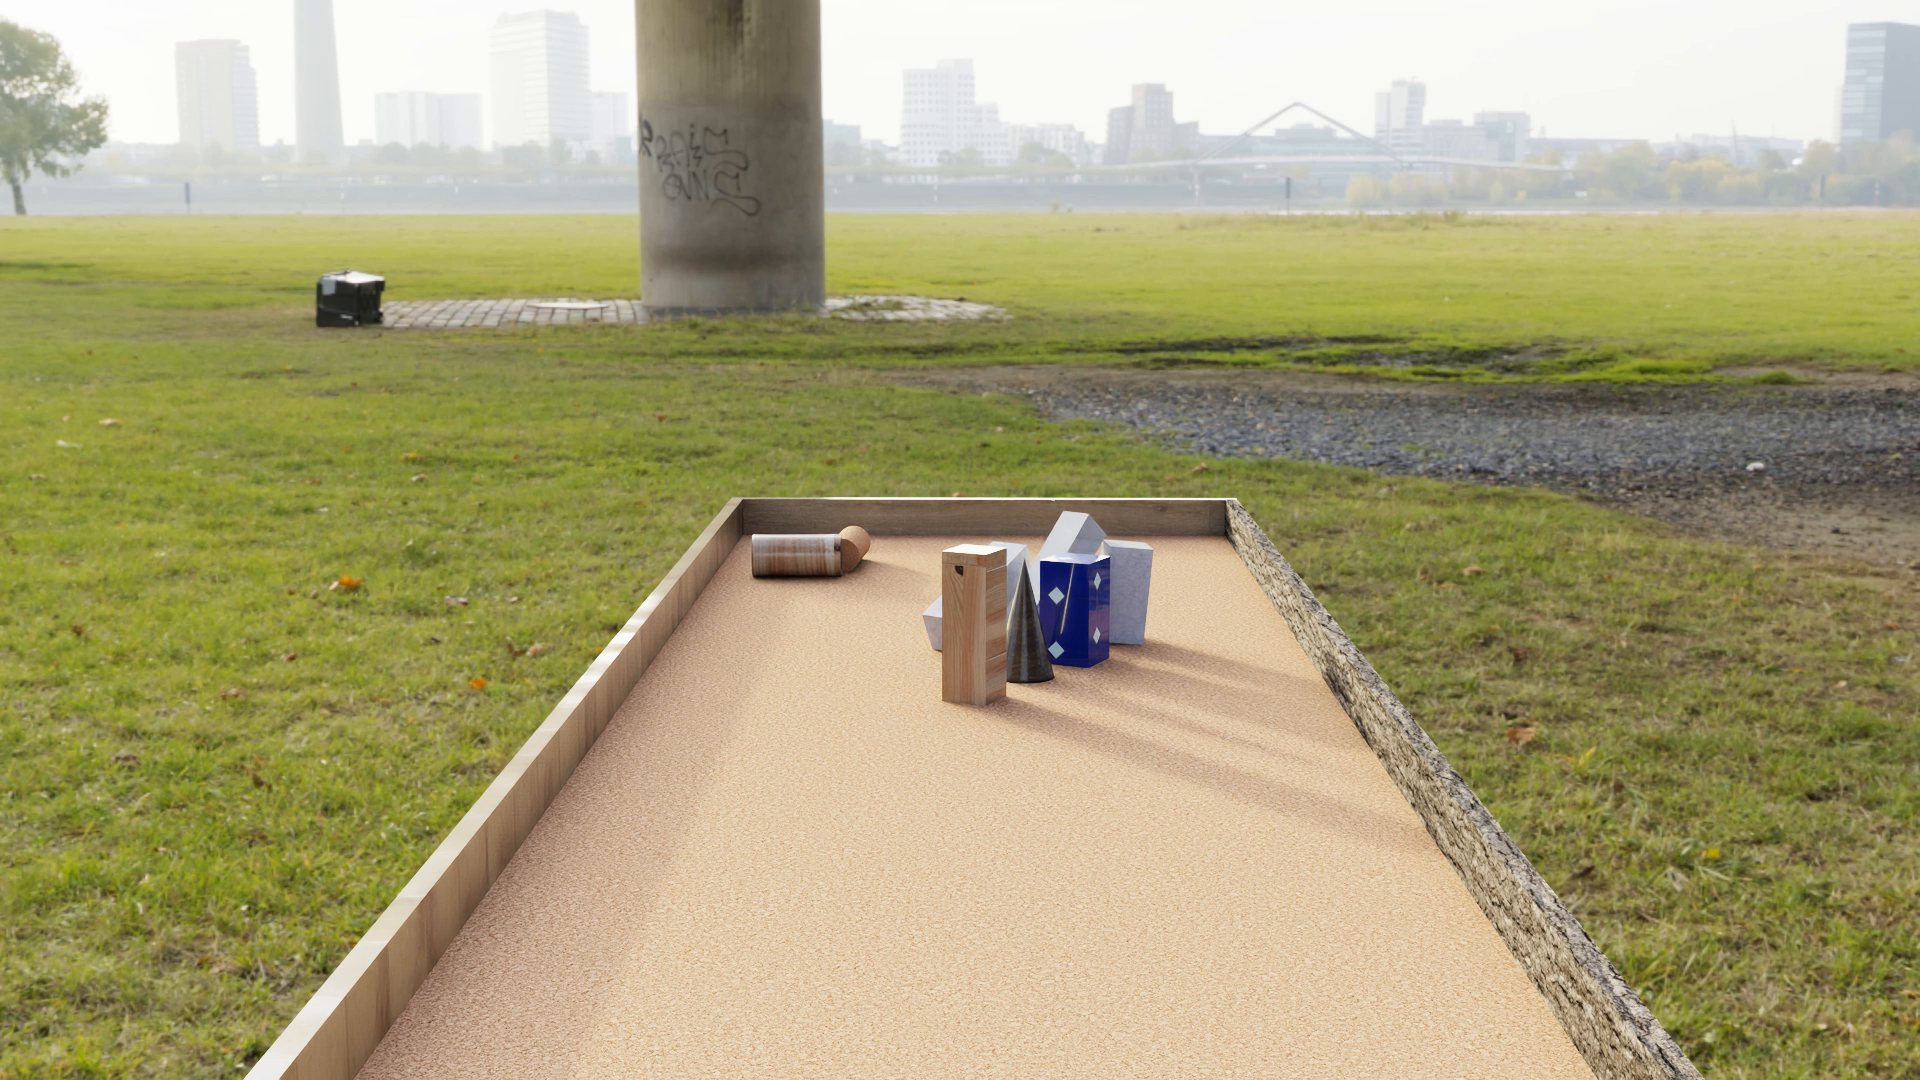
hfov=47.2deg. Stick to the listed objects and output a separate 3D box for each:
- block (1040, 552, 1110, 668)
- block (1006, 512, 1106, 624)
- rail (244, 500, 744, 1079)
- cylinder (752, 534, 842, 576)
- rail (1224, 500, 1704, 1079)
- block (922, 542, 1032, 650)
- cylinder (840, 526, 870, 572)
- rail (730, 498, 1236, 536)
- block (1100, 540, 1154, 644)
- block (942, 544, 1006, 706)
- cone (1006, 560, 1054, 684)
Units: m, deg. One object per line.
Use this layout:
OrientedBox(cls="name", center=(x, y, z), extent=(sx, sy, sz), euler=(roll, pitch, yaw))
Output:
OrientedBox(cls="block", center=(0.348, 0.211, 6.670), extent=(0.161, 0.316, 0.161), euler=(4, 10, 26))
OrientedBox(cls="block", center=(0.288, 0.127, 6.905), extent=(0.110, 0.454, 0.110), euler=(8, -31, 45))
OrientedBox(cls="rail", center=(-1.004, 0.839, 3.234), extent=(0.050, 0.150, 12.000), euler=(0, 9, 1))
OrientedBox(cls="cylinder", center=(-0.603, 0.057, 8.147), extent=(0.326, 0.157, 0.157), euler=(0, 9, 0))
OrientedBox(cls="rail", center=(1.046, 0.843, 3.208), extent=(0.050, 0.150, 12.000), euler=(0, 9, 1))
OrientedBox(cls="block", center=(0.063, 0.178, 6.933), extent=(0.130, 0.130, 0.427), euler=(6, 36, 35))
OrientedBox(cls="cylinder", center=(-0.426, 0.034, 8.385), extent=(0.129, 0.129, 0.320), euler=(1, 9, 5))
OrientedBox(cls="rail", center=(0.099, -0.098, 9.147), extent=(2.100, 0.150, 0.050), euler=(0, 9, 1))
OrientedBox(cls="block", center=(0.515, 0.164, 6.963), extent=(0.140, 0.305, 0.140), euler=(4, 8, -7))
OrientedBox(cls="block", center=(0.041, 0.236, 6.159), extent=(0.135, 0.425, 0.135), euler=(4, 10, 26))
OrientedBox(cls="cone", center=(0.188, 0.227, 6.442), extent=(0.179, 0.356, 0.179), euler=(0, 9, 0))
